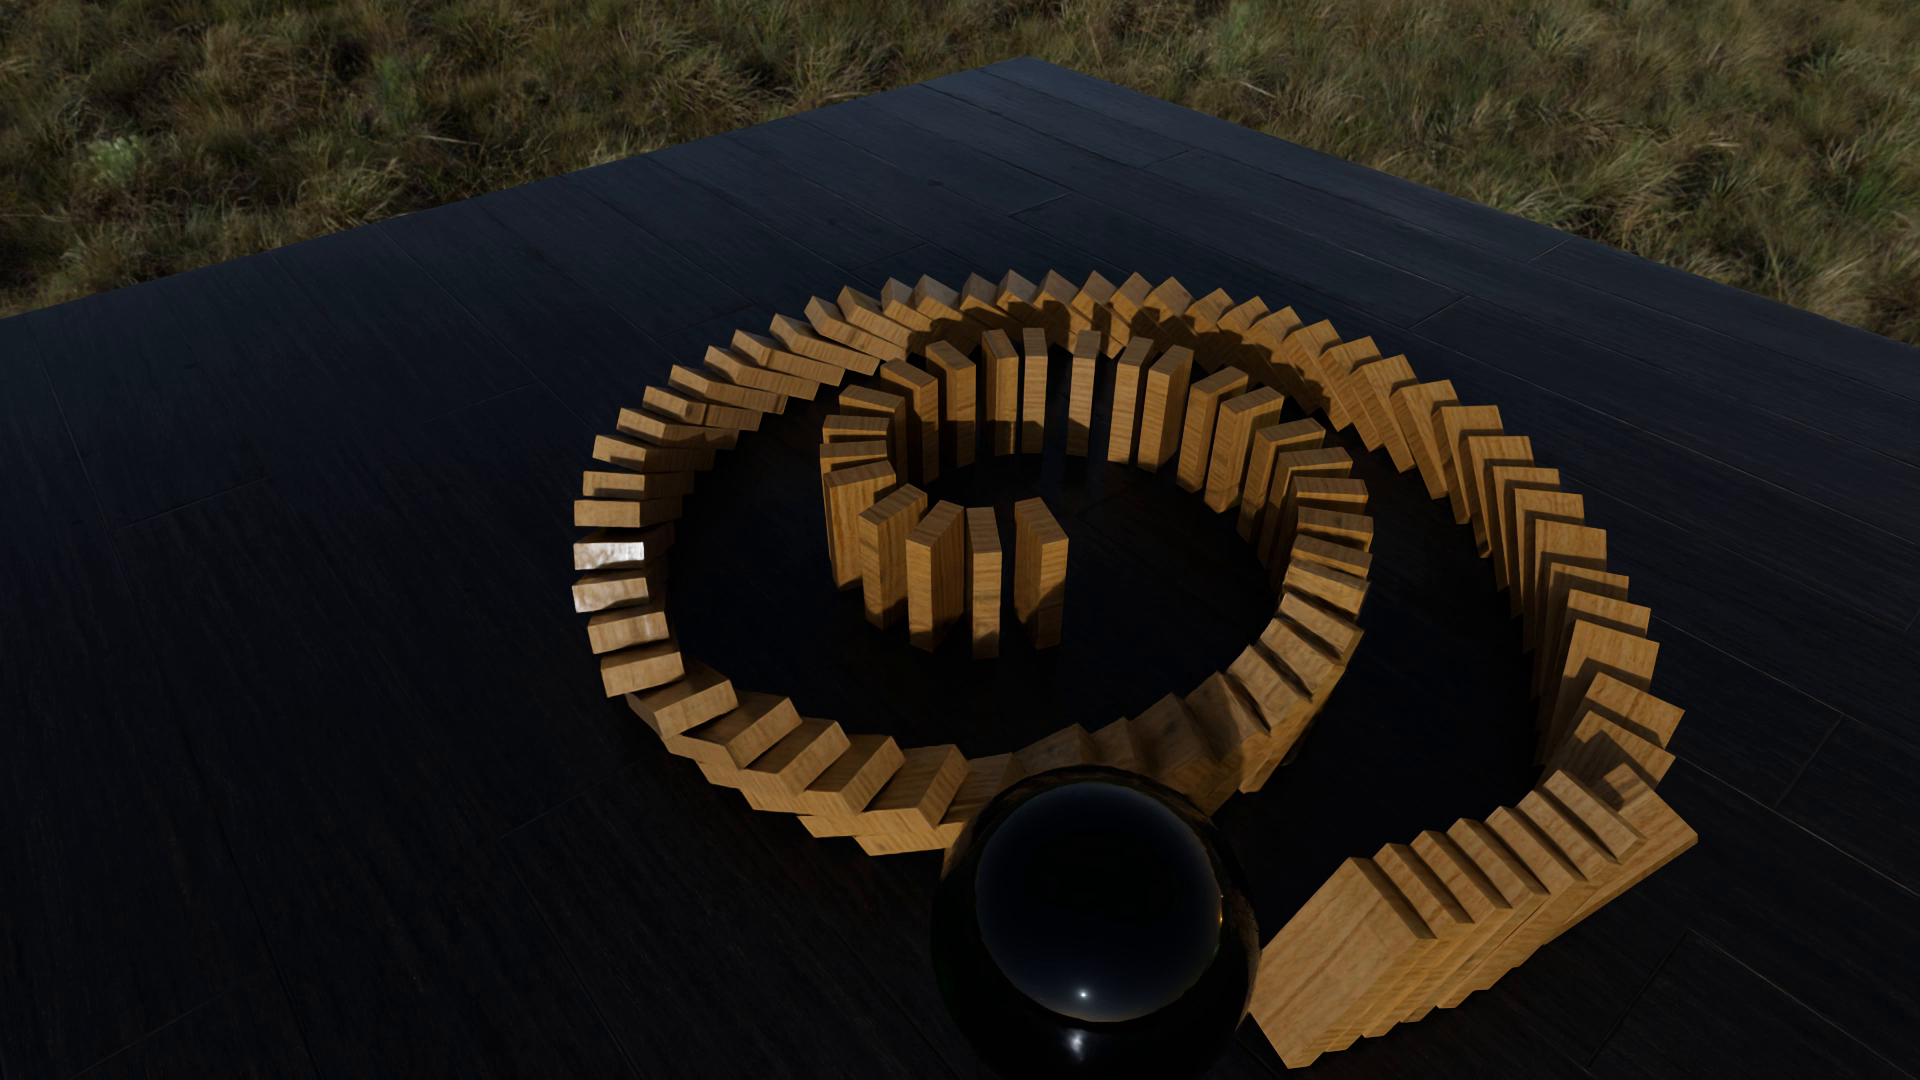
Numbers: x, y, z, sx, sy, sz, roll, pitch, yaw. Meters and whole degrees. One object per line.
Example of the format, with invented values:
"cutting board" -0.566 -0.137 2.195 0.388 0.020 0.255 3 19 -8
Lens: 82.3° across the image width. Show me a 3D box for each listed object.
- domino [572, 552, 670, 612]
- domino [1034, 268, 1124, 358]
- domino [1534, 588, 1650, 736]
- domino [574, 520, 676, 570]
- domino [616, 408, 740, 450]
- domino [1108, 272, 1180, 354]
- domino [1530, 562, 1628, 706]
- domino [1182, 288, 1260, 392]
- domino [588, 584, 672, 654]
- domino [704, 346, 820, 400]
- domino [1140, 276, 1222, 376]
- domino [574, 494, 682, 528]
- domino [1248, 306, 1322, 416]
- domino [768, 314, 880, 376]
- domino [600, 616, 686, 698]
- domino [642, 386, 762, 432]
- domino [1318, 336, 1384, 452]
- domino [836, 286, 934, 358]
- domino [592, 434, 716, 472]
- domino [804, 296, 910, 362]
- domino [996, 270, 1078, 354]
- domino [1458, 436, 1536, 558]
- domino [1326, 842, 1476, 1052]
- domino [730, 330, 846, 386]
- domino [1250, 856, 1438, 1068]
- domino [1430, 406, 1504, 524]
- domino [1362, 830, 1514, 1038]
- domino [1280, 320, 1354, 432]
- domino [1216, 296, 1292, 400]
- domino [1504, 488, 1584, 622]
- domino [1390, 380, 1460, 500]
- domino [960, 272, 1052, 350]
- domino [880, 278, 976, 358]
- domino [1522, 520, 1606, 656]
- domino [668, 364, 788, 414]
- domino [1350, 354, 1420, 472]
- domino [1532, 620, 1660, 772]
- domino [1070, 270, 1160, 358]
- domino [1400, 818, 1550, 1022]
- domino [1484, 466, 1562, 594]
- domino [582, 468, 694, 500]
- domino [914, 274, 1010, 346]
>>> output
"domino" -0.124 0.015 0.406 0.025 0.009 0.050 -7 10 -5
"domino" 0.062 -0.116 0.565 0.050 0.009 0.025 32 39 -11
"domino" 0.212 0.044 0.368 0.025 0.010 0.050 15 76 15
"domino" -0.128 0.001 0.424 0.025 0.009 0.050 -1 10 -2
"domino" -0.123 -0.049 0.483 0.025 0.010 0.050 21 11 23
"domino" 0.101 -0.112 0.560 0.050 0.010 0.025 42 46 -2
"domino" 0.216 0.035 0.383 0.025 0.009 0.050 12 70 14
"domino" 0.136 -0.100 0.546 0.025 0.010 0.050 -34 82 -34
"domino" -0.116 0.027 0.390 0.025 0.010 0.050 -12 11 -12
"domino" -0.093 -0.079 0.519 0.025 0.010 0.050 33 17 34
"domino" 0.117 -0.108 0.555 0.050 0.010 0.025 46 46 2
"domino" -0.131 -0.012 0.437 0.025 0.010 0.050 2 6 4
"domino" 0.162 -0.086 0.527 0.025 0.010 0.050 -28 81 -32
"domino" -0.066 -0.096 0.541 0.050 0.009 0.025 10 26 -43
"domino" -0.109 0.039 0.378 0.025 0.010 0.050 -12 13 -15
"domino" -0.115 -0.059 0.494 0.025 0.010 0.050 22 11 27
"domino" 0.188 -0.067 0.505 0.025 0.009 0.050 -19 76 -21
"domino" -0.036 -0.110 0.556 0.050 0.010 0.025 20 26 -31
"domino" -0.129 -0.037 0.469 0.025 0.009 0.050 16 10 19
"domino" -0.051 -0.104 0.549 0.050 0.009 0.025 17 26 -37
"domino" 0.043 -0.117 0.566 0.050 0.009 0.025 30 36 -15
"domino" 0.221 -0.018 0.447 0.025 0.010 0.050 0 68 0
"domino" 0.105 0.106 0.285 0.009 0.050 0.025 17 26 -38
"domino" -0.082 -0.087 0.529 0.050 0.010 0.025 7 22 -48
"domino" 0.095 0.108 0.282 0.009 0.050 0.025 17 26 -38
"domino" 0.218 -0.032 0.464 0.025 0.010 0.050 -2 69 -5
"domino" 0.116 0.103 0.288 0.009 0.050 0.025 17 26 -38
"domino" 0.175 -0.078 0.517 0.025 0.010 0.050 -23 78 -29
"domino" 0.150 -0.093 0.536 0.025 0.010 0.050 -31 82 -33
"domino" 0.222 0.006 0.416 0.025 0.010 0.050 6 69 5
"domino" 0.209 -0.044 0.478 0.025 0.009 0.050 -11 71 -13
"domino" 0.025 -0.117 0.567 0.050 0.010 0.025 26 37 -15
"domino" -0.016 -0.114 0.562 0.050 0.009 0.025 24 32 -24
"domino" 0.220 0.019 0.401 0.025 0.009 0.050 10 70 6
"domino" -0.106 -0.069 0.507 0.025 0.010 0.050 26 13 32
"domino" 0.198 -0.057 0.493 0.025 0.009 0.050 -17 75 -19
"domino" 0.206 0.054 0.356 0.025 0.010 0.050 18 76 15
"domino" 0.082 -0.115 0.564 0.050 0.010 0.025 37 43 -6
"domino" 0.127 0.101 0.291 0.010 0.050 0.025 17 26 -38
"domino" 0.222 -0.004 0.430 0.025 0.009 0.050 3 68 3
"domino" -0.131 -0.023 0.451 0.025 0.009 0.050 4 6 8
"domino" 0.001 -0.115 0.564 0.050 0.010 0.025 24 32 -23
